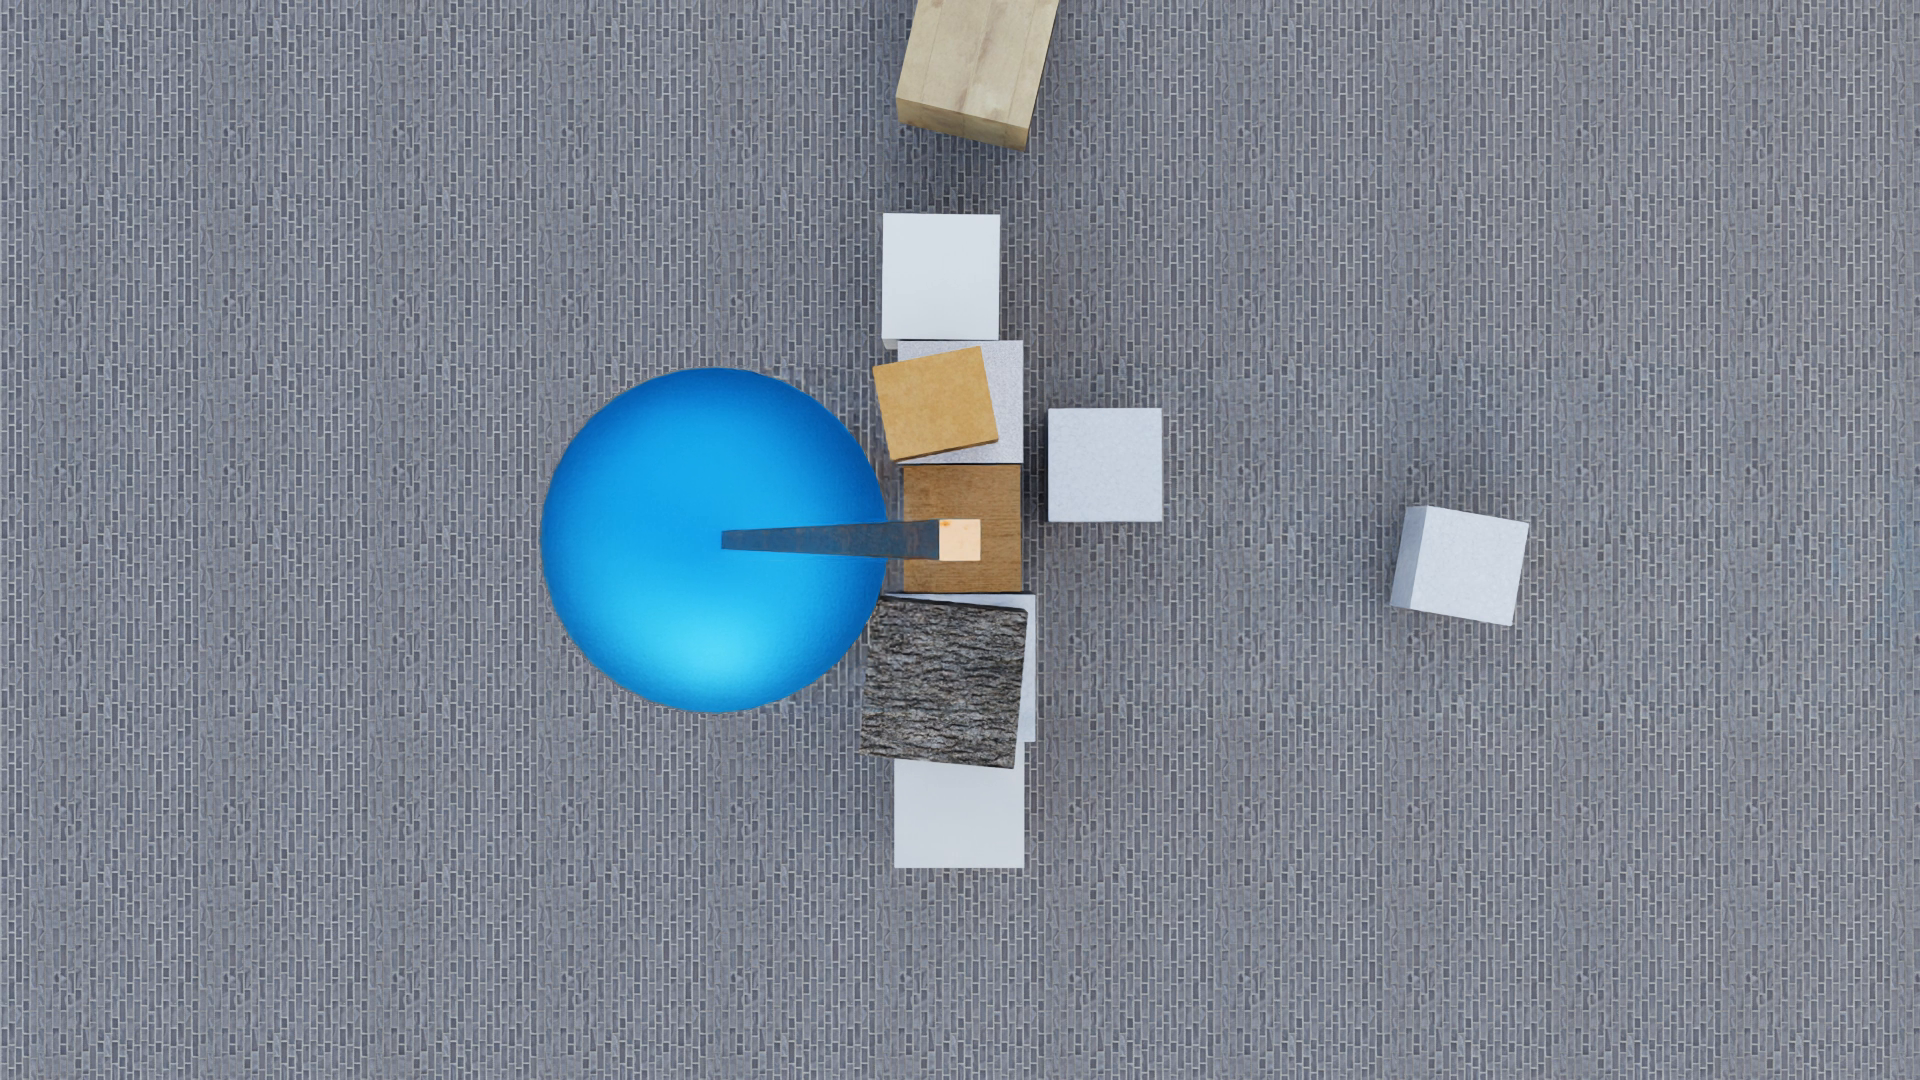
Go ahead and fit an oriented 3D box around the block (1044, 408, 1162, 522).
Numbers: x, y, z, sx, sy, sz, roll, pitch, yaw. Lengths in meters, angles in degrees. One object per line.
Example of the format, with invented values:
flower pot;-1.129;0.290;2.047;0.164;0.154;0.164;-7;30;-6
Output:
block;0.817;-0.423;12.684;0.638;0.631;0.636;0;90;0

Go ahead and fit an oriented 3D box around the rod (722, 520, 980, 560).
rod;-0.489;0.000;6.833;0.080;5.200;0.080;0;90;-11

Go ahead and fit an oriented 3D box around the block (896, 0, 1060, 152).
block;0.103;-2.772;12.625;0.762;0.750;0.805;13;90;0

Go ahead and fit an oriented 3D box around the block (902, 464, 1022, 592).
block;0.011;-0.063;12.652;0.658;0.697;0.709;-1;90;0

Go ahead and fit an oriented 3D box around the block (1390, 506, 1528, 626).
block;2.876;0.146;12.706;0.582;0.588;0.590;10;90;0

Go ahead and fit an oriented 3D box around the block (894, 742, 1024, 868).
block;-0.004;1.471;12.615;0.722;0.769;0.705;0;90;0

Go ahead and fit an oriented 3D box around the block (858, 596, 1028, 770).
block;-0.085;0.742;11.716;0.803;0.813;0.806;5;90;0

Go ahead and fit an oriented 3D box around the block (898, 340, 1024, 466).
block;0.003;-0.772;12.649;0.698;0.703;0.682;0;90;0

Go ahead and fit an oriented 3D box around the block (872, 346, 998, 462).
block;-0.132;-0.738;12.061;0.594;0.473;0.511;-11;90;0

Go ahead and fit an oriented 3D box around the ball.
ball;-1.130;0.000;10.172;1.600;1.600;1.600;0;90;0

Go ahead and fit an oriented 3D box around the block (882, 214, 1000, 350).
block;-0.107;-1.474;12.655;0.652;0.690;0.700;1;90;0

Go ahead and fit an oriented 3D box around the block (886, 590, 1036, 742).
block;0.004;0.707;12.561;0.822;0.878;0.811;0;90;0
